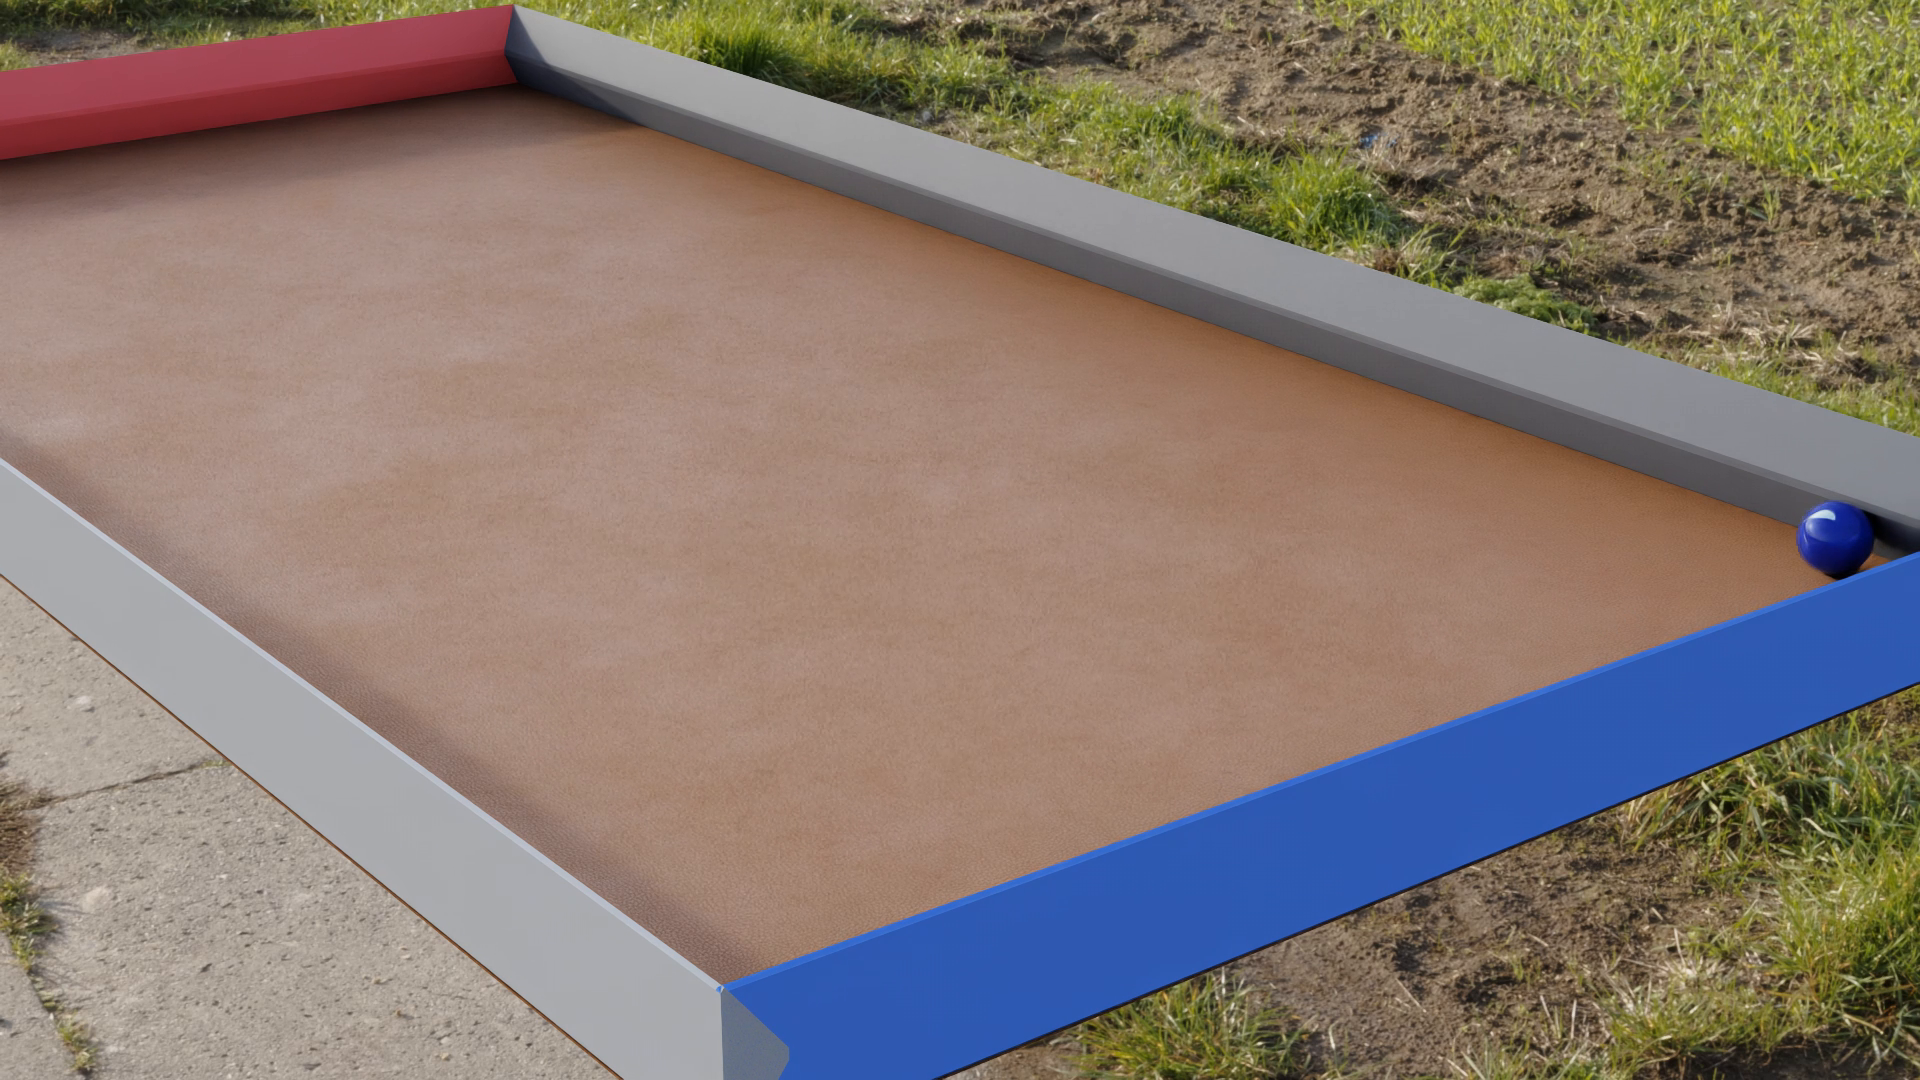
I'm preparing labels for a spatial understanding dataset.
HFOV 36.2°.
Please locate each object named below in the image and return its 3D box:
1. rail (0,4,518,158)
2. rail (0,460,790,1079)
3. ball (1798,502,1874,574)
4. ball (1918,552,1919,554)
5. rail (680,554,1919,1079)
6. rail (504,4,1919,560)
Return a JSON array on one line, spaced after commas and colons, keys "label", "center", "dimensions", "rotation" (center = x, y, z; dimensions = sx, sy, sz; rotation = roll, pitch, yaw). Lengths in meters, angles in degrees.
[{"label": "rail", "center": [-1.193, -0.594, 4.032], "dimensions": [1.356, 0.117, 0.045], "rotation": [-15, 26, -34]}, {"label": "rail", "center": [-0.923, -0.076, 2.695], "dimensions": [0.045, 0.117, 2.655], "rotation": [-15, 26, -34]}, {"label": "ball", "center": [0.769, -0.002, 2.580], "dimensions": [0.065, 0.065, 0.065], "rotation": [0, 21, 0]}, {"label": "ball", "center": [0.839, 0.030, 2.515], "dimensions": [0.052, 0.052, 0.052], "rotation": [0, 21, 0]}, {"label": "rail", "center": [0.388, 0.156, 2.099], "dimensions": [1.356, 0.117, 0.045], "rotation": [-15, 26, -34]}, {"label": "rail", "center": [0.118, -0.362, 3.435], "dimensions": [0.045, 0.117, 2.655], "rotation": [-15, 26, -34]}]
